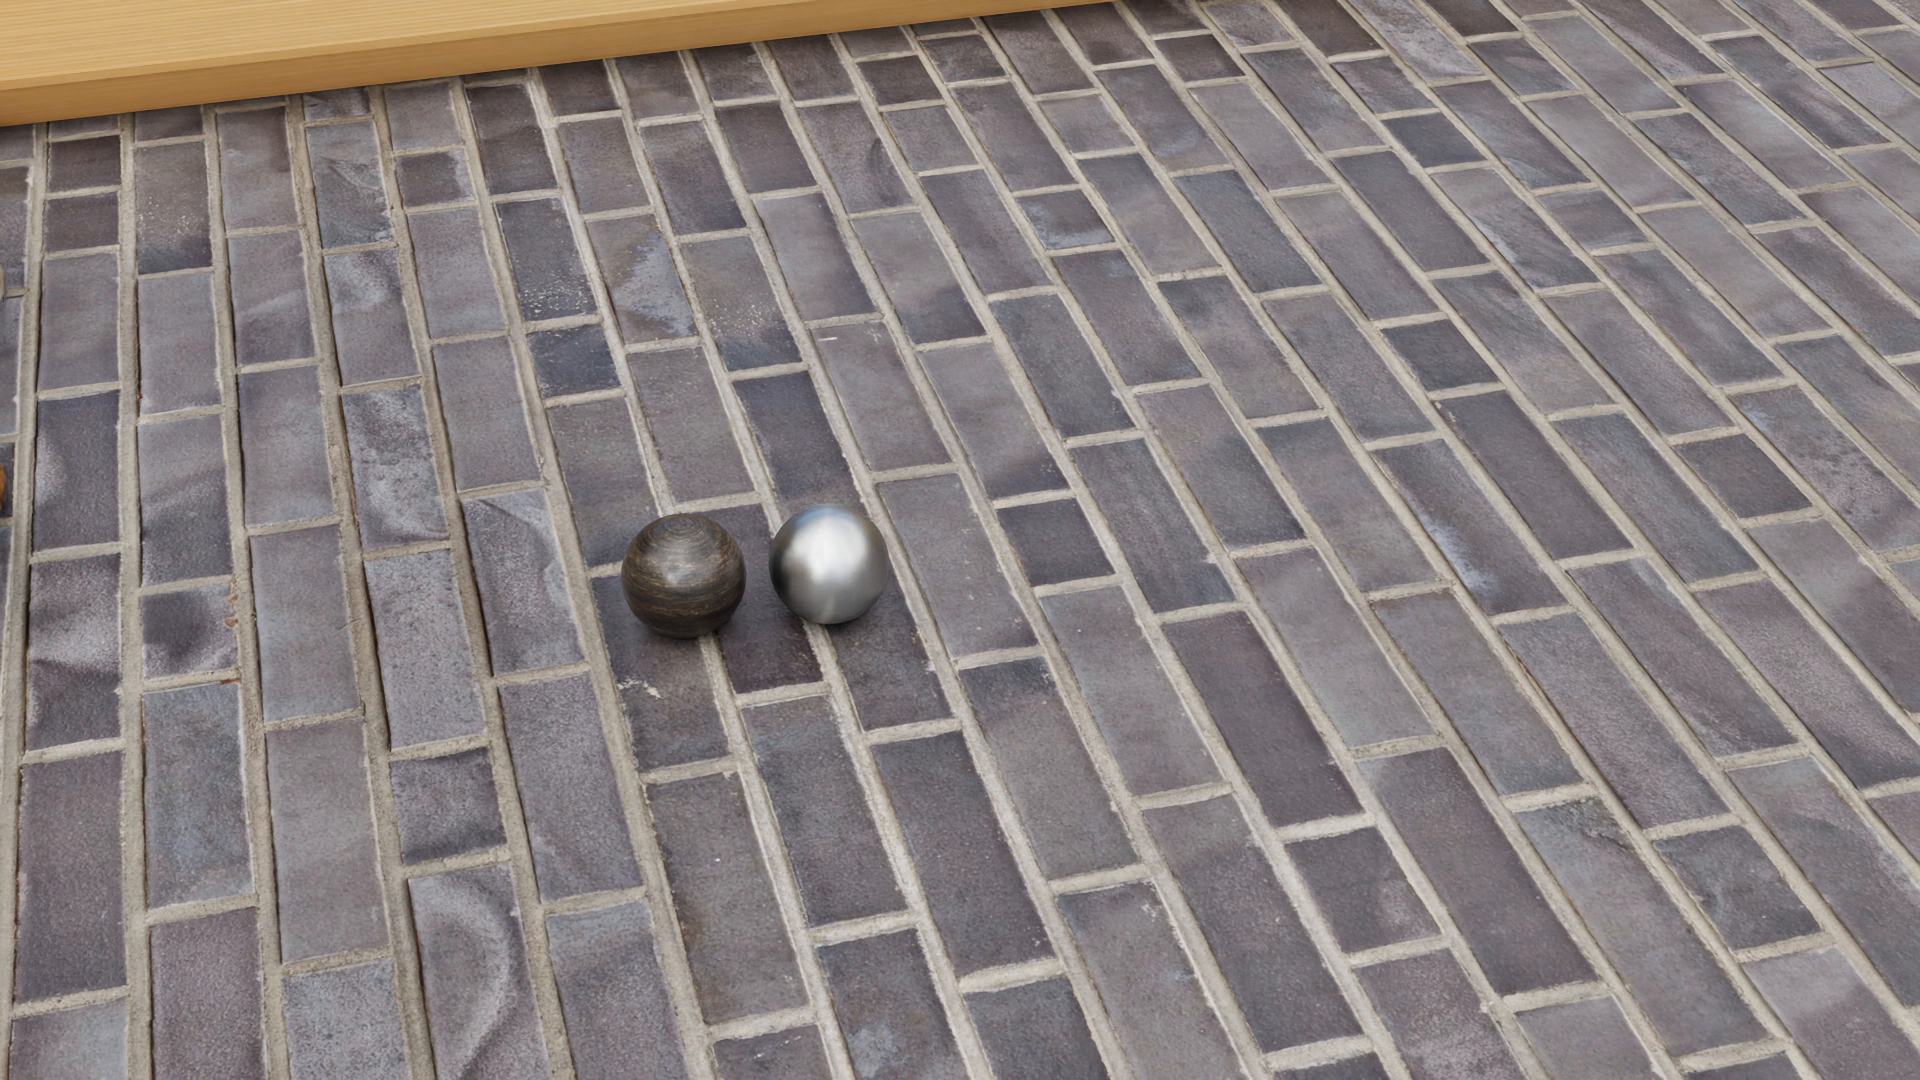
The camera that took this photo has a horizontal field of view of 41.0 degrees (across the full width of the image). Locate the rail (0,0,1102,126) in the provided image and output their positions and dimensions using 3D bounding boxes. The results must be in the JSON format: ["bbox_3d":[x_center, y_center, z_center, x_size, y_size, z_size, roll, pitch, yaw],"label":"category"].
[{"bbox_3d":[0.461,-0.572,2.348,2.774,0.110,0.045,-9,37,-12],"label":"rail"}]

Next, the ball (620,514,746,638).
[{"bbox_3d":[-0.167,0.022,1.551,0.076,0.076,0.076,0,36,0],"label":"ball"}]

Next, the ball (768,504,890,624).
[{"bbox_3d":[-0.080,0.014,1.563,0.074,0.074,0.074,0,36,0],"label":"ball"}]

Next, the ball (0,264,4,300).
[{"bbox_3d":[-0.725,-0.187,1.846,0.071,0.071,0.071,0,36,0],"label":"ball"}]

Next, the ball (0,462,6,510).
[{"bbox_3d":[-0.647,-0.034,1.626,0.079,0.079,0.079,0,36,0],"label":"ball"}]
